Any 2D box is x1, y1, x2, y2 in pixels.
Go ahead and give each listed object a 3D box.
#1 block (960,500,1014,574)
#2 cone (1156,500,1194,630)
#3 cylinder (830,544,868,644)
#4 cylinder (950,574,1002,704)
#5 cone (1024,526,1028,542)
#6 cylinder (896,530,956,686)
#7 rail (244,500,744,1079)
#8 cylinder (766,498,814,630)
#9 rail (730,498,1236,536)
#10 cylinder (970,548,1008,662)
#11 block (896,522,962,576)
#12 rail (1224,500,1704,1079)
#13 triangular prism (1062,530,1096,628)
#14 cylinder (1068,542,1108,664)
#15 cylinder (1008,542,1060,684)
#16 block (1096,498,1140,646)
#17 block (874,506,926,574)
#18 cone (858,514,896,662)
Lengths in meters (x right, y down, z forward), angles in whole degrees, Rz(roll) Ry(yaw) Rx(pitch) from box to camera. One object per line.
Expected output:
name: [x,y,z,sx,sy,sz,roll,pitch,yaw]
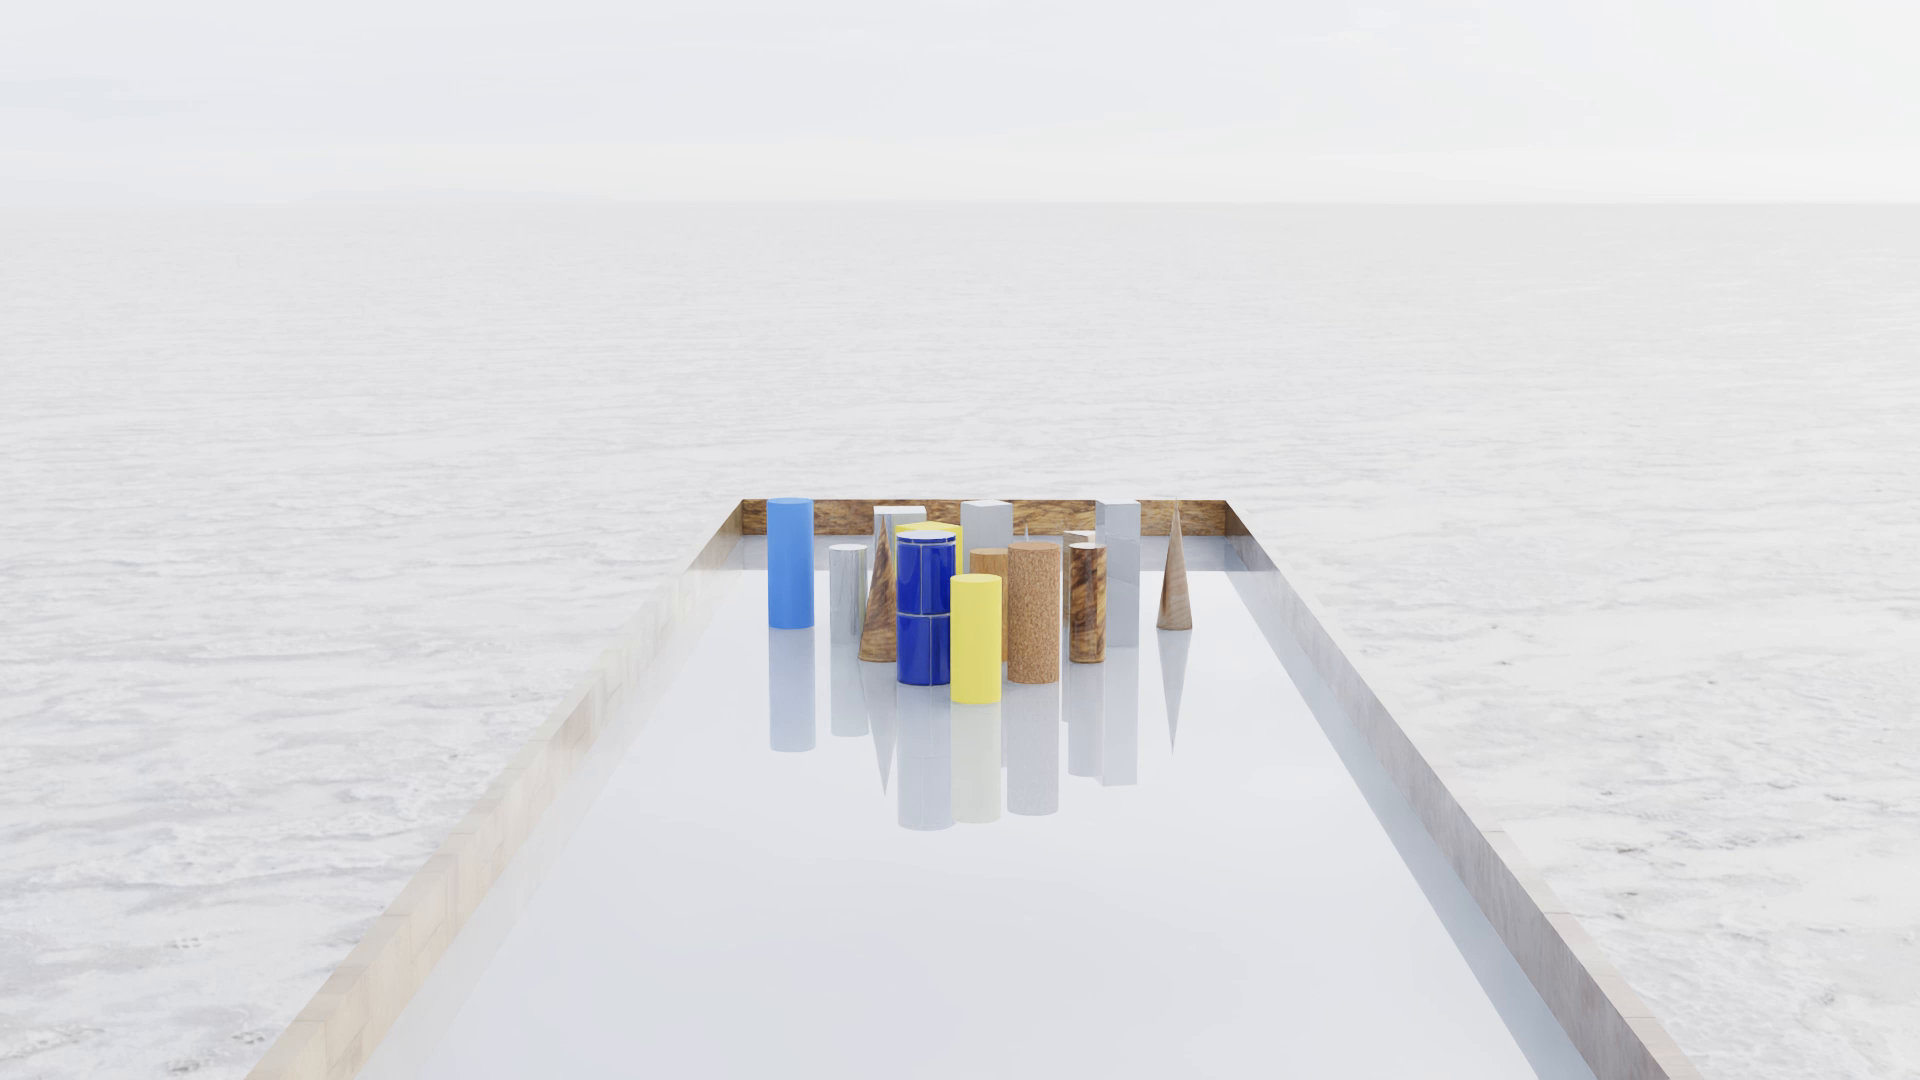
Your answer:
block: [0.087,0.080,7.203,0.125,0.407,0.125,-5,10,-29]
cone: [0.703,0.069,7.174,0.122,0.437,0.122,0,9,0]
cylinder: [-0.353,0.171,6.970,0.121,0.301,0.121,0,9,0]
cylinder: [0.045,0.276,6.168,0.143,0.344,0.143,0,9,0]
cone: [0.209,0.136,6.927,0.103,0.384,0.103,0,9,0]
cylinder: [-0.098,0.197,6.394,0.173,0.430,0.173,0,9,0]
rail: [-1.004,0.839,3.234,0.050,0.150,12.000,0,9,1]
cylinder: [-0.555,0.075,7.215,0.152,0.413,0.152,0,9,0]
rail: [0.099,-0.098,9.147,2.100,0.150,0.050,0,9,1]
cylinder: [0.096,0.197,6.705,0.133,0.331,0.133,0,9,0]
block: [-0.098,0.140,6.938,0.151,0.372,0.151,-8,12,-41]
rail: [1.046,0.843,3.208,0.050,0.150,12.000,0,9,1]
triangular prism: [0.414,0.131,7.174,0.104,0.317,0.121,-7,11,-36]
cylinder: [0.388,0.191,6.677,0.113,0.353,0.113,0,9,0]
cylinder: [0.215,0.211,6.415,0.153,0.394,0.153,0,9,0]
block: [0.495,0.101,6.926,0.115,0.452,0.115,-2,9,-12]
block: [-0.197,0.090,7.216,0.168,0.383,0.168,-1,9,-3]
cone: [-0.233,0.138,6.707,0.162,0.449,0.162,0,9,0]
